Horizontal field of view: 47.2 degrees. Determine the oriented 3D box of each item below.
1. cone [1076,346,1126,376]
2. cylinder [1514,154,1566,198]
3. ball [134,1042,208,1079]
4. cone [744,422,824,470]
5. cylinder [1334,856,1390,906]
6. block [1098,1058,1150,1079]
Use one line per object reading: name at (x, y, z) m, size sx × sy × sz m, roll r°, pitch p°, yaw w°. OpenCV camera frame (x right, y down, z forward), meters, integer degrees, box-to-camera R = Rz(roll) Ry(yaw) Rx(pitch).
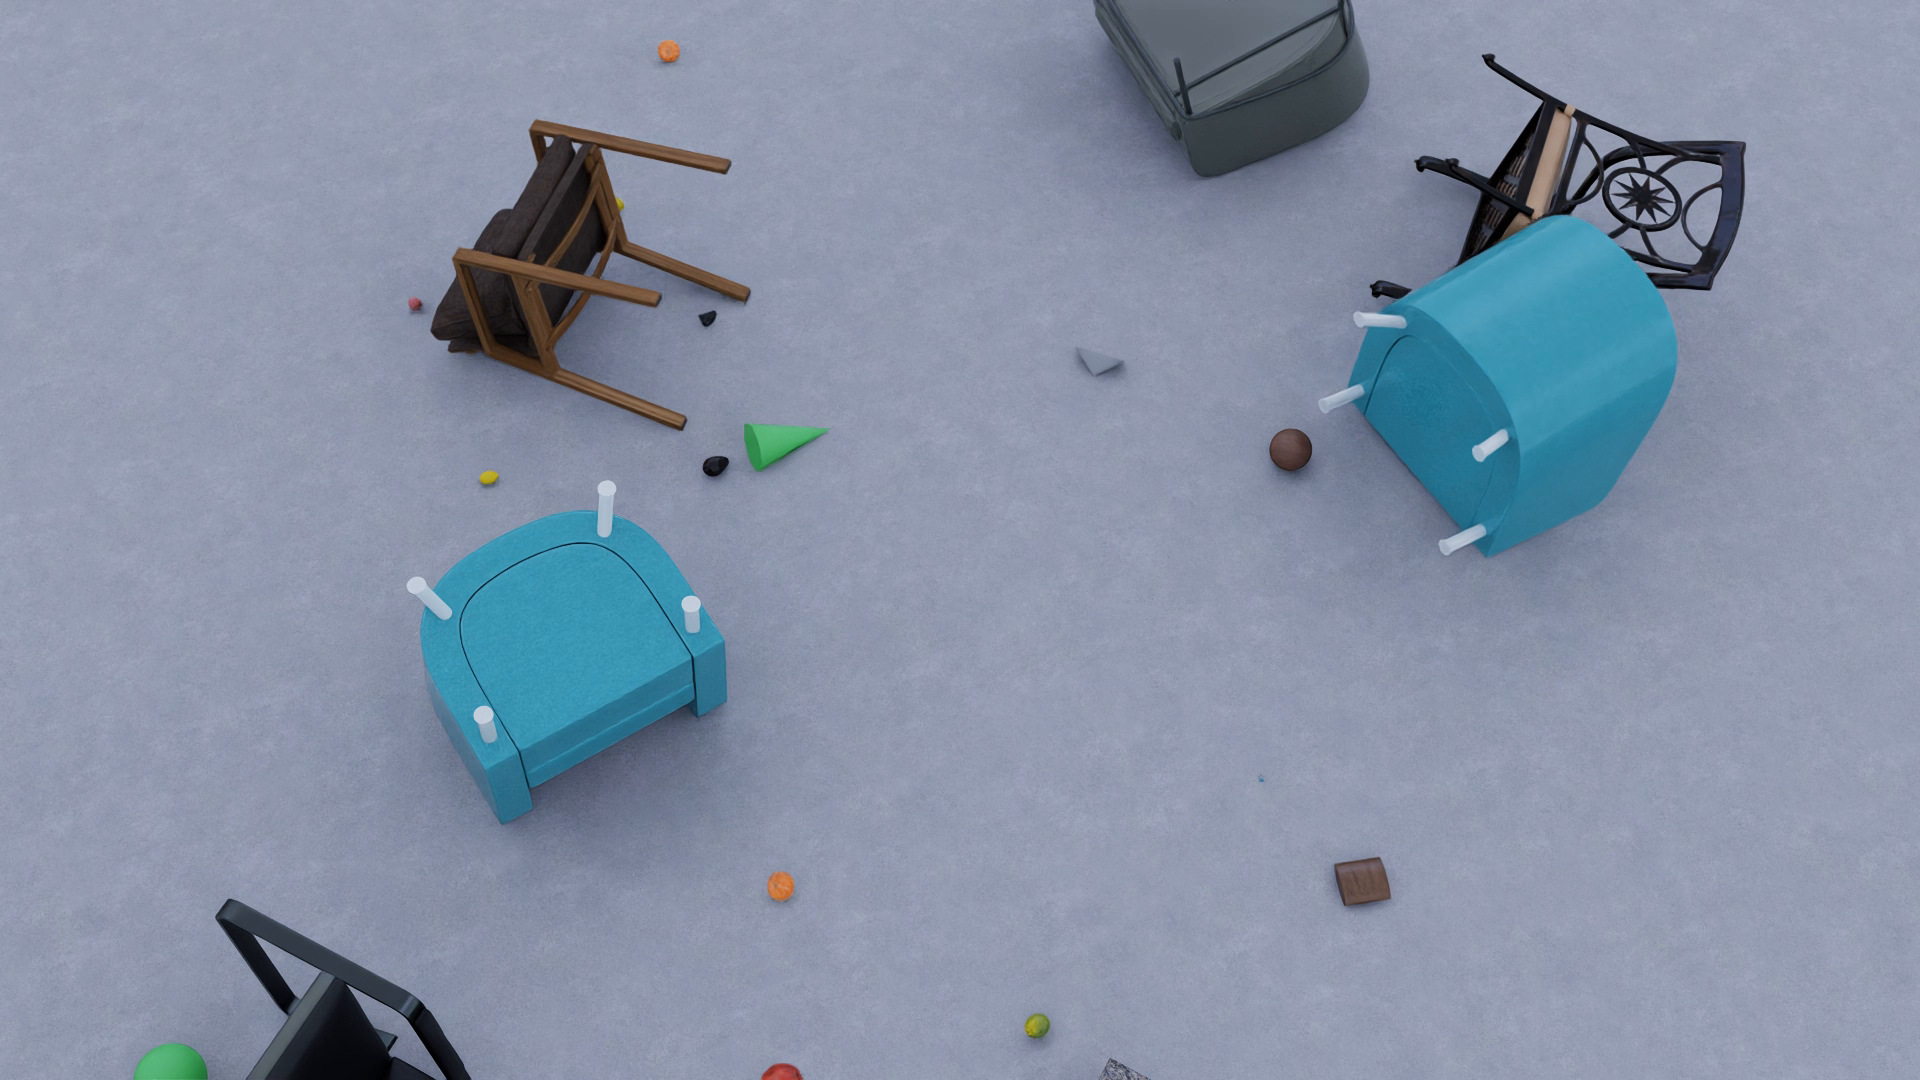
cone at (0.431, -0.550, 6.916) m, size 0.168 × 0.114 × 0.074 m, roll 18°, pitch 96°, yaw 15°
cylinder at (1.935, -1.215, 7.342) m, size 0.114 × 0.077 × 0.131 m, roll -39°, pitch 72°, yaw -23°
ball at (-1.993, 1.361, 5.553) m, size 0.178 × 0.178 × 0.178 m, roll 0°, pitch 56°, yaw 0°
cone at (-0.515, -0.315, 6.748) m, size 0.268 × 0.113 × 0.151 m, roll -15°, pitch 81°, yaw -32°
cylinder at (1.085, 0.920, 5.928) m, size 0.125 × 0.048 × 0.122 m, roll -8°, pitch 60°, yaw -5°
block at (0.374, 1.452, 5.507) m, size 0.126 × 0.153 × 0.233 m, roll 25°, pitch 60°, yaw 16°
